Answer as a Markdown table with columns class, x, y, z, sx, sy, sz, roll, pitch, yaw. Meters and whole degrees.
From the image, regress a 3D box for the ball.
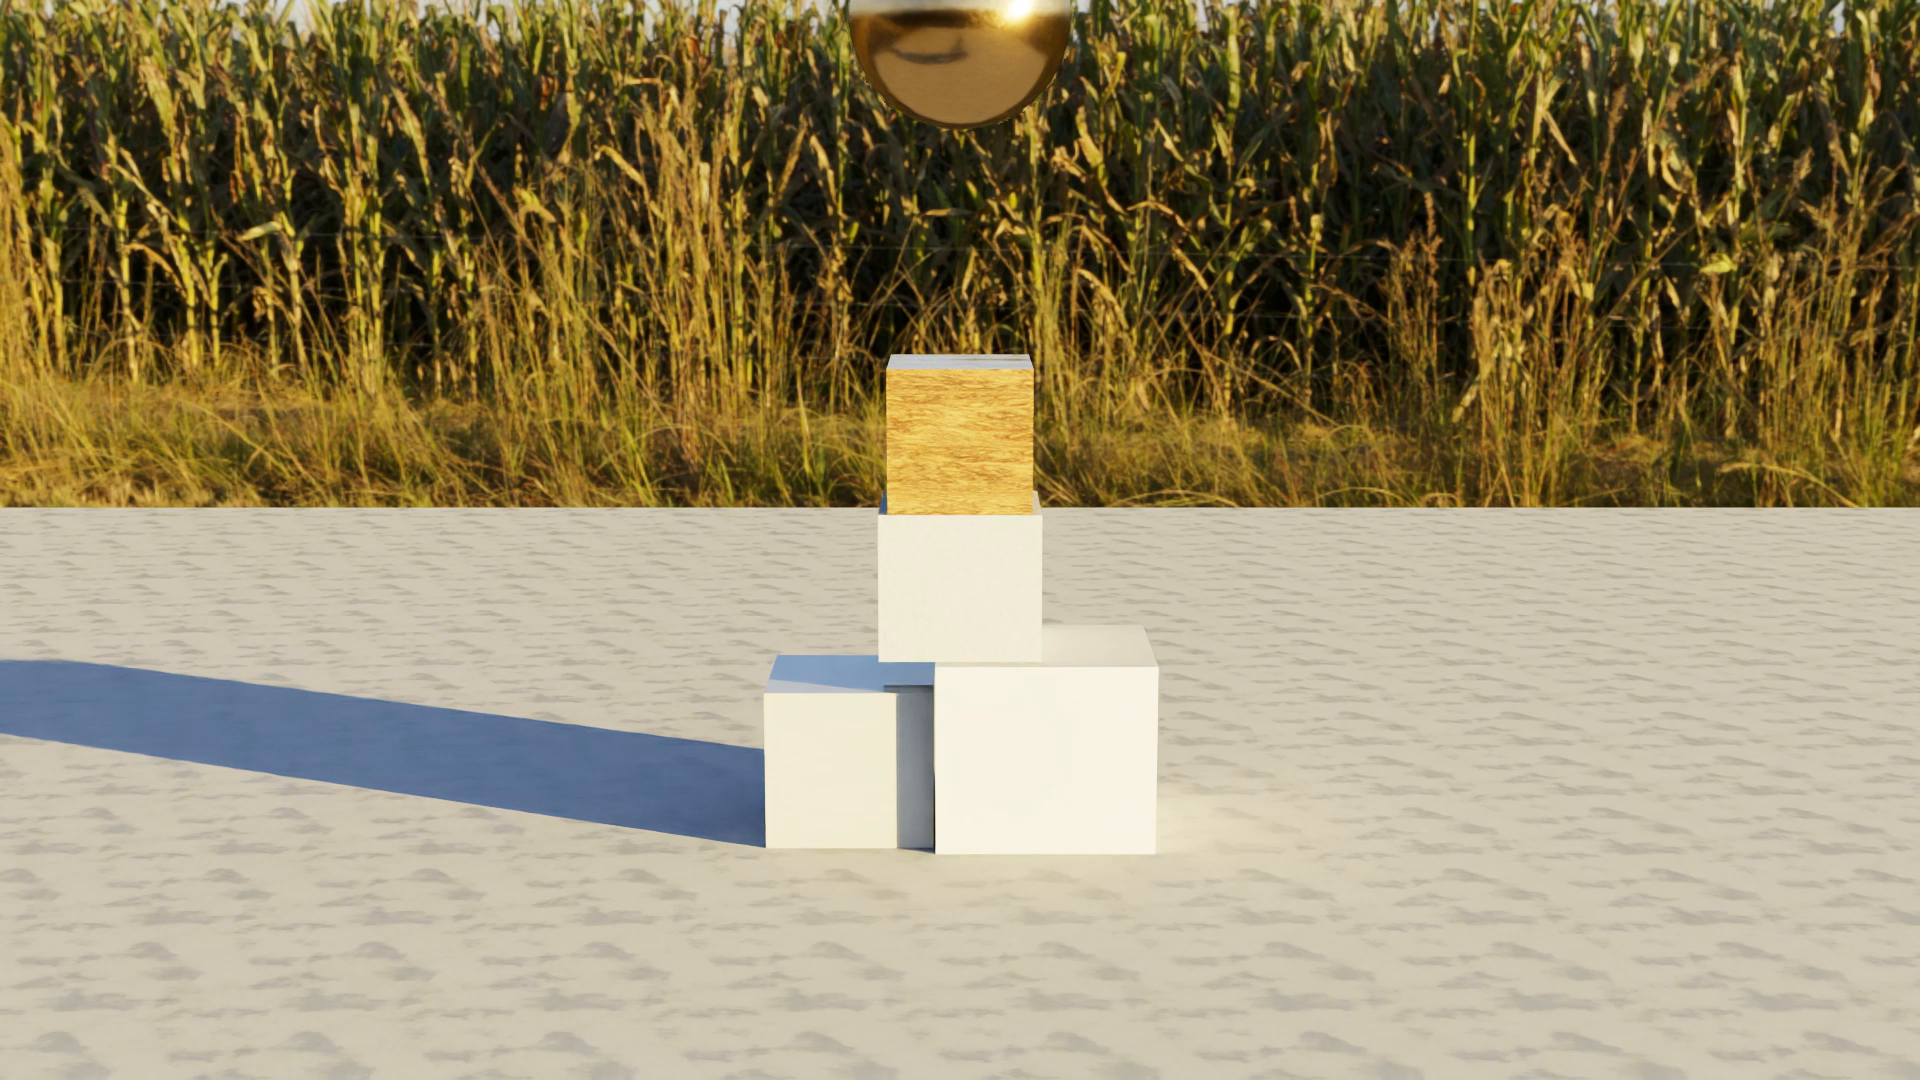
| class | x | y | z | sx | sy | sz | roll | pitch | yaw |
| --- | --- | --- | --- | --- | --- | --- | --- | --- | --- |
| ball | 0.000 | -3.750 | 15.738 | 1.600 | 1.600 | 1.600 | 0 | 10 | 0 |

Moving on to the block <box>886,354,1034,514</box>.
| class | x | y | z | sx | sy | sz | roll | pitch | yaw |
| --- | --- | --- | --- | --- | --- | --- | --- | --- | --- |
| block | 0.000 | -0.543 | 11.100 | 0.713 | 0.716 | 0.745 | 0 | 10 | 0 |

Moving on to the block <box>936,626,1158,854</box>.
| class | x | y | z | sx | sy | sz | roll | pitch | yaw |
| --- | --- | --- | --- | --- | --- | --- | --- | --- | --- |
| block | 0.426 | 1.009 | 11.345 | 1.095 | 0.955 | 0.957 | 0 | 10 | 0 |

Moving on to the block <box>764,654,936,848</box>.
| class | x | y | z | sx | sy | sz | roll | pitch | yaw |
| --- | --- | --- | --- | --- | --- | --- | --- | --- | --- |
| block | -0.552 | 1.081 | 11.385 | 0.842 | 0.800 | 0.827 | 0 | 10 | 0 |

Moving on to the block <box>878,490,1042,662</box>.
| class | x | y | z | sx | sy | sz | roll | pitch | yaw |
| --- | --- | --- | --- | --- | --- | --- | --- | --- | --- |
| block | 0.000 | 0.173 | 11.217 | 0.806 | 0.736 | 0.768 | 0 | 10 | 0 |
